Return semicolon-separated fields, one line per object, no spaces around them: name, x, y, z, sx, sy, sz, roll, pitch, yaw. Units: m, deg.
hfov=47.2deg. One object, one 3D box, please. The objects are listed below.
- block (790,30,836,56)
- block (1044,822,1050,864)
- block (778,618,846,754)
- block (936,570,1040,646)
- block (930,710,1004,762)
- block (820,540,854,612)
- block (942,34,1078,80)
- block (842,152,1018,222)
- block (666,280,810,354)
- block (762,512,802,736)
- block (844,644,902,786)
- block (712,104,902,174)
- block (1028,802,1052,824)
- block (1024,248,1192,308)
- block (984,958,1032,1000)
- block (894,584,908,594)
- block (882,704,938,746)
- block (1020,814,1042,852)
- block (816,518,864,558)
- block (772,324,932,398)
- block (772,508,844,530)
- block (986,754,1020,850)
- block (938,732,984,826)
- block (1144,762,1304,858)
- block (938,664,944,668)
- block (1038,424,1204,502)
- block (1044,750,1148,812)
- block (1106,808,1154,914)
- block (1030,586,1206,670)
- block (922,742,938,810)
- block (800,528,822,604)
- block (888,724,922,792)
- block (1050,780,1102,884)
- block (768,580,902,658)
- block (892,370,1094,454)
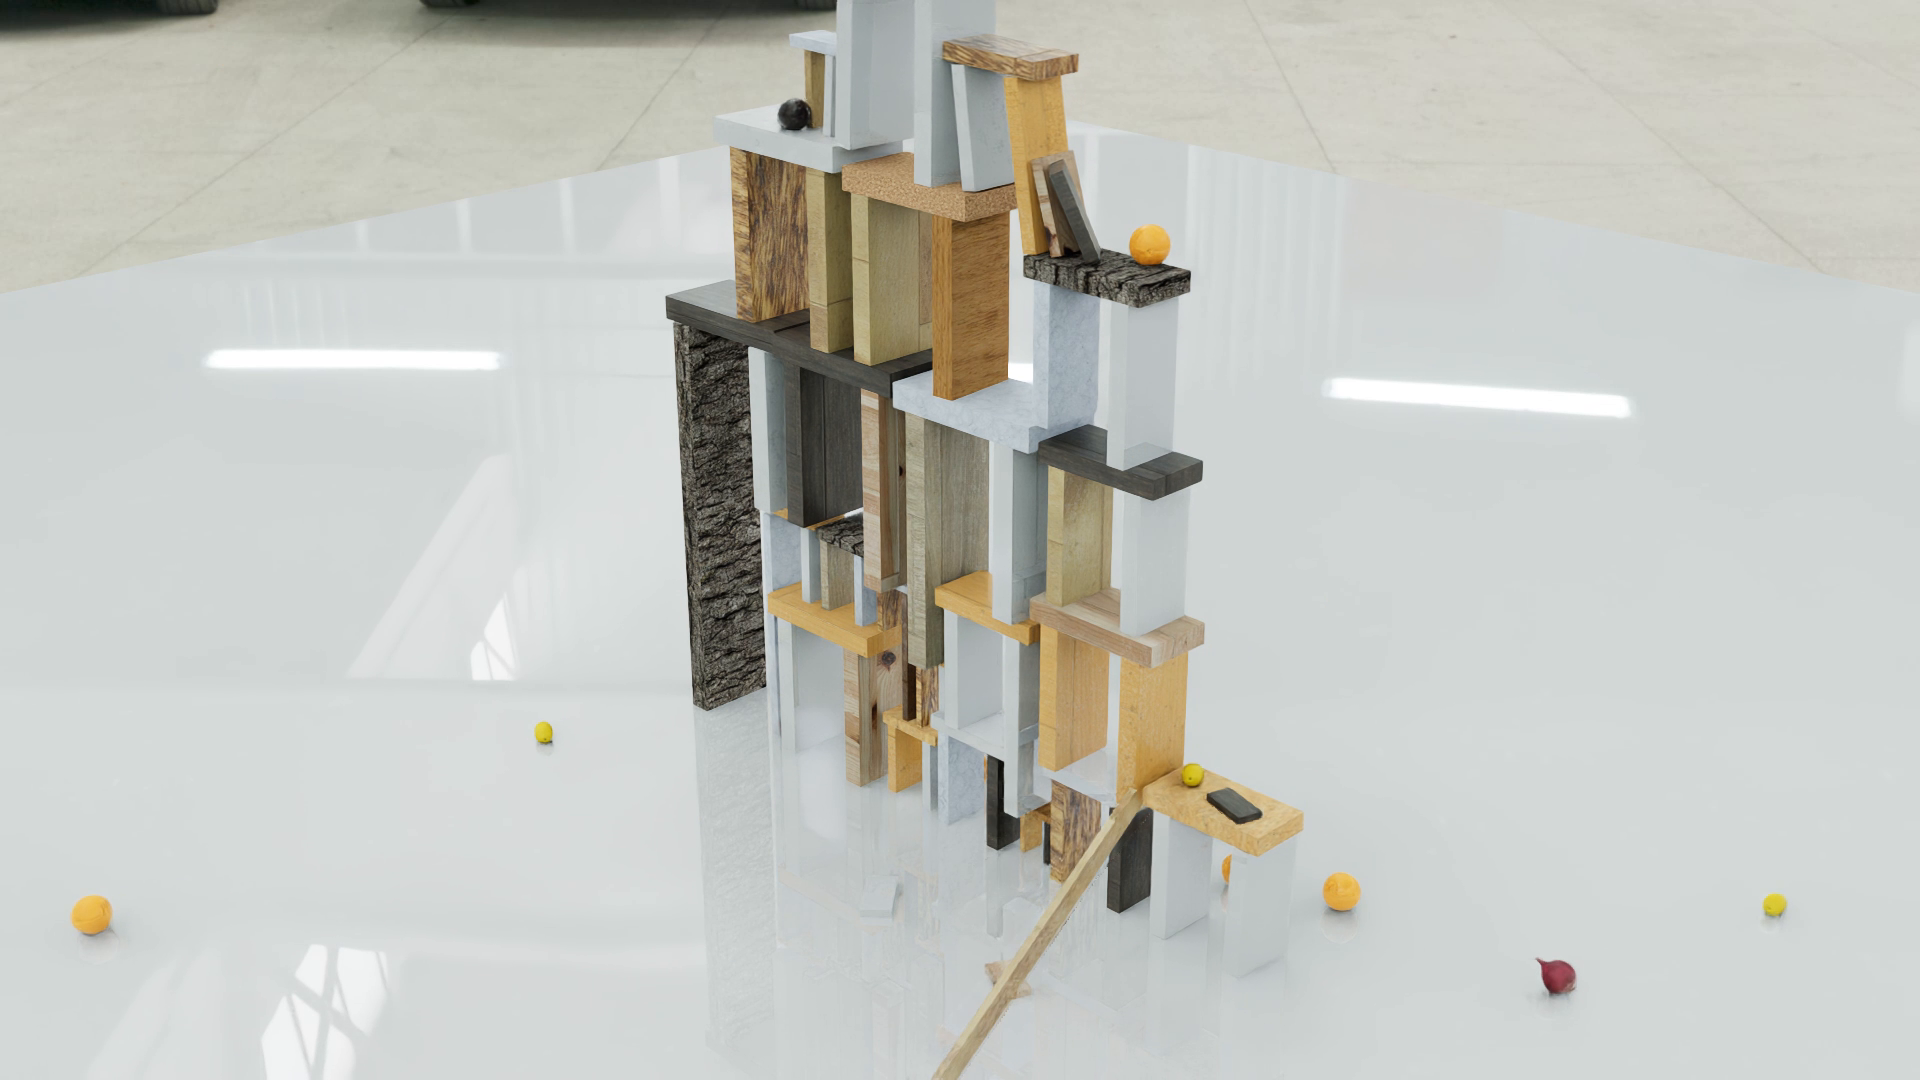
block;-0.243;-0.926;4.098;0.076;0.021;0.151;-17;28;-35
block;0.184;0.581;4.273;0.046;0.093;0.013;-21;31;-40
block;-0.312;0.287;4.692;0.043;0.307;0.153;21;31;40
block;0.084;0.126;4.180;0.125;0.035;0.250;-21;31;-40
block;0.051;0.372;4.324;0.204;0.029;0.102;21;31;41
block;-0.250;0.063;4.519;0.077;0.154;0.022;-21;31;-40
block;0.086;-0.831;3.780;0.110;0.031;0.220;-21;32;-40
block;-0.047;-0.646;4.006;0.162;0.046;0.324;-21;31;-40
block;-0.428;-0.461;4.512;0.346;0.049;0.173;21;31;41
block;-0.369;0.173;4.688;0.084;0.518;0.024;-19;30;-37
block;-0.168;0.343;4.559;0.043;0.307;0.153;21;31;41
block;-0.294;-0.772;4.216;0.176;0.050;0.353;-21;31;-40
block;0.160;0.523;4.274;0.046;0.013;0.093;-20;30;-39
block;0.250;-0.455;3.759;0.132;0.037;0.265;-21;31;-41
block;0.085;0.780;3.903;0.049;0.014;0.099;-9;25;-20
block;-0.117;0.080;4.382;0.054;0.015;0.107;-21;31;-40
block;-0.077;0.372;4.466;0.076;0.022;0.152;-21;31;-41
block;0.140;0.563;4.316;0.046;0.093;0.013;-18;29;-37
block;-0.212;-0.003;4.450;0.077;0.022;0.154;-21;30;-40
block;-0.189;-0.359;4.281;0.171;0.049;0.343;-21;31;-40
block;-0.326;-0.065;4.556;0.084;0.024;0.167;-21;31;-40
block;0.099;0.498;4.325;0.029;0.204;0.102;21;31;41
block;0.002;0.461;4.413;0.029;0.204;0.102;21;31;40
block;0.468;0.478;3.921;0.130;0.037;0.259;-21;31;-41
block;-0.042;0.226;4.359;0.050;0.014;0.099;-21;31;-40
block;0.281;-0.138;3.865;0.266;0.038;0.133;21;31;40
block;0.273;0.445;4.114;0.109;0.031;0.218;-21;31;-40
block;0.325;0.580;4.116;0.109;0.218;0.031;-21;31;-41
block;0.282;0.146;3.978;0.146;0.041;0.292;-21;31;-40
block;-0.041;0.466;4.467;0.076;0.152;0.022;-21;31;-41
block;-0.289;0.040;4.554;0.084;0.167;0.024;-21;31;-41
block;-0.113;0.438;4.533;0.022;0.152;0.076;21;31;41
block;0.222;0.540;4.210;0.109;0.218;0.031;-21;31;-41
block;-0.240;0.154;4.557;0.153;0.043;0.307;-21;31;-41
block;0.060;-0.248;4.059;0.175;0.049;0.349;-21;31;-41
